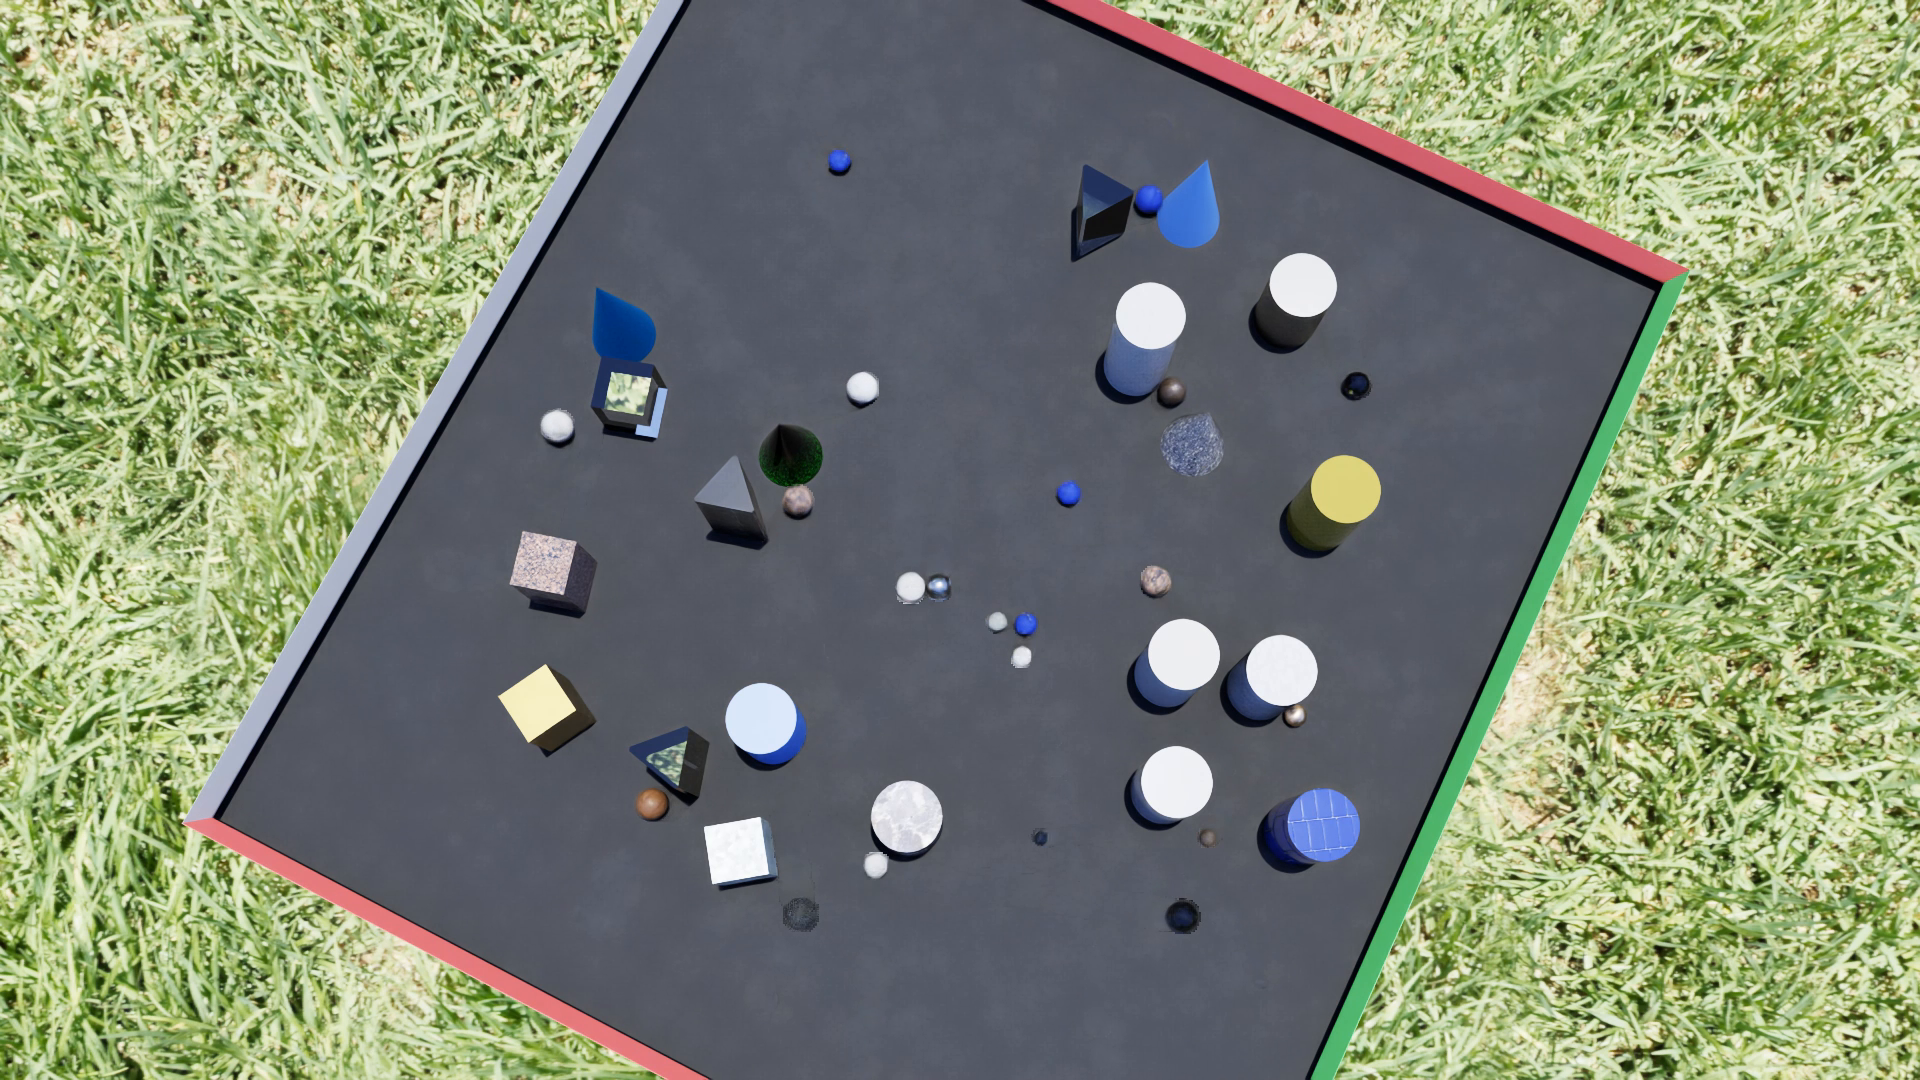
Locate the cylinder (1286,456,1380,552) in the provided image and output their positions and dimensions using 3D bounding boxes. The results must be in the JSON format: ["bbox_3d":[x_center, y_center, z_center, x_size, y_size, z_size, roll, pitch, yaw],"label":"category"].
[{"bbox_3d":[1.102,-0.104,5.430,0.199,0.407,0.199,0,78,0],"label":"cylinder"}]

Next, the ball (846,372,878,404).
[{"bbox_3d":[-0.302,-0.470,5.665,0.097,0.097,0.097,0,78,0],"label":"ball"}]

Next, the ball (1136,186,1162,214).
[{"bbox_3d":[0.598,-1.075,5.795,0.086,0.086,0.086,0,78,0],"label":"ball"}]

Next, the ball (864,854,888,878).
[{"bbox_3d":[-0.247,0.957,5.382,0.071,0.071,0.071,0,78,0],"label":"ball"}]

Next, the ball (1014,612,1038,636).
[{"bbox_3d":[0.200,0.253,5.529,0.069,0.069,0.069,0,78,0],"label":"ball"}]

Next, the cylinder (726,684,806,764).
[{"bbox_3d":[-0.559,0.538,5.325,0.199,0.354,0.199,0,78,0],"label":"cylinder"}]

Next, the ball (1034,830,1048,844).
[{"bbox_3d":[0.239,0.880,5.413,0.042,0.042,0.042,0,78,0],"label":"ball"}]

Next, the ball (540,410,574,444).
[{"bbox_3d":[-1.239,-0.348,5.638,0.099,0.099,0.099,0,78,0],"label":"ball"}]

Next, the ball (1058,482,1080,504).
[{"bbox_3d":[0.334,-0.144,5.610,0.072,0.072,0.072,0,78,0],"label":"ball"}]

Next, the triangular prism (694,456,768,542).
[{"bbox_3d":[-0.656,-0.126,5.427,0.172,0.423,0.149,11,79,2],"label":"triangular prism"}]

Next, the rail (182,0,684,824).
[{"bbox_3d":[-1.446,-0.701,5.695,0.045,0.129,3.533,26,80,5],"label":"rail"}]

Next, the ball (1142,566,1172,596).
[{"bbox_3d":[0.595,0.125,5.545,0.089,0.089,0.089,0,78,0],"label":"ball"}]

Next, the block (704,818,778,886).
[{"bbox_3d":[-0.629,0.901,5.287,0.159,0.280,0.159,-10,78,-2],"label":"block"}]

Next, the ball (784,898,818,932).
[{"bbox_3d":[-0.463,1.091,5.342,0.097,0.097,0.097,0,78,0],"label":"ball"}]

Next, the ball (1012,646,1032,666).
[{"bbox_3d":[0.187,0.351,5.513,0.060,0.060,0.060,0,78,0],"label":"ball"}]

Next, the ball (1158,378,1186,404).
[{"bbox_3d":[0.656,-0.461,5.669,0.084,0.084,0.084,0,78,0],"label":"ball"}]

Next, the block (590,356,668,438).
[{"bbox_3d":[-1.004,-0.433,5.574,0.159,0.259,0.159,10,78,2],"label":"block"}]

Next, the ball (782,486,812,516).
[{"bbox_3d":[-0.496,-0.117,5.595,0.090,0.090,0.090,0,78,0],"label":"ball"}]

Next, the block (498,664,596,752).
[{"bbox_3d":[-1.201,0.495,5.356,0.159,0.310,0.159,-35,80,-7],"label":"block"}]

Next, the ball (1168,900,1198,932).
[{"bbox_3d":[0.650,1.098,5.343,0.090,0.090,0.090,0,78,0],"label":"ball"}]

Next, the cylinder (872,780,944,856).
[{"bbox_3d":[-0.149,0.807,5.291,0.199,0.311,0.199,0,78,0],"label":"cylinder"}]

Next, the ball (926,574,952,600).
[{"bbox_3d":[-0.063,0.140,5.547,0.079,0.079,0.079,0,78,0],"label":"ball"}]

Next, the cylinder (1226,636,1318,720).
[{"bbox_3d":[0.903,0.405,5.334,0.199,0.390,0.199,0,78,0],"label":"cylinder"}]

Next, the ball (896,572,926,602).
[{"bbox_3d":[-0.149,0.143,5.541,0.091,0.091,0.091,0,78,0],"label":"ball"}]

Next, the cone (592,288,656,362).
[{"bbox_3d":[-1.054,-0.687,5.529,0.199,0.451,0.199,0,78,0],"label":"cone"}]

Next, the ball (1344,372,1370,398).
[{"bbox_3d":[1.229,-0.482,5.676,0.081,0.081,0.081,0,78,0],"label":"ball"}]

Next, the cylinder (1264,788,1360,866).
[{"bbox_3d":[1.001,0.824,5.240,0.199,0.403,0.199,0,78,0],"label":"cylinder"}]

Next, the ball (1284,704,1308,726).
[{"bbox_3d":[1.003,0.524,5.474,0.066,0.066,0.066,0,78,0],"label":"ball"}]

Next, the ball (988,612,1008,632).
[{"bbox_3d":[0.113,0.247,5.536,0.059,0.059,0.059,0,78,0],"label":"ball"}]

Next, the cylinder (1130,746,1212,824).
[{"bbox_3d":[0.607,0.712,5.292,0.199,0.347,0.199,0,78,0],"label":"cylinder"}]

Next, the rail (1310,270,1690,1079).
[{"bbox_3d":[1.446,0.715,5.402,0.045,0.129,3.533,26,80,5],"label":"rail"}]

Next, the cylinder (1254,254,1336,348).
[{"bbox_3d":[1.023,-0.728,5.609,0.199,0.309,0.199,0,78,0],"label":"cylinder"}]

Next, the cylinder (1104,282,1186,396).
[{"bbox_3d":[0.548,-0.595,5.494,0.199,0.482,0.199,0,78,0],"label":"cylinder"}]

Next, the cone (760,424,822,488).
[{"bbox_3d":[-0.523,-0.298,5.485,0.199,0.378,0.199,0,78,0],"label":"cone"}]

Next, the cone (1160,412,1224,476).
[{"bbox_3d":[0.720,-0.331,5.490,0.199,0.383,0.199,0,78,0],"label":"cone"}]

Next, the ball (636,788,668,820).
[{"bbox_3d":[-0.908,0.779,5.408,0.093,0.093,0.093,0,78,0],"label":"ball"}]

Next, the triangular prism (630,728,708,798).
[{"bbox_3d":[-0.801,0.617,5.274,0.172,0.421,0.149,39,81,7],"label":"triangular prism"}]

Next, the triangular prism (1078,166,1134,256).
[{"bbox_3d":[0.412,-1.035,5.669,0.172,0.318,0.149,-29,80,-6],"label":"triangular prism"}]

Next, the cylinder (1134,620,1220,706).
[{"bbox_3d":[0.625,0.362,5.324,0.199,0.426,0.199,0,78,0],"label":"cylinder"}]

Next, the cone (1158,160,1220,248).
[{"bbox_3d":[0.726,-1.070,5.604,0.199,0.459,0.199,0,78,0],"label":"cone"}]

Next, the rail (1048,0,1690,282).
[{"bbox_3d":[0.779,-1.519,5.864,3.281,0.129,0.045,26,80,5],"label":"rail"}]

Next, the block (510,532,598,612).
[{"bbox_3d":[-1.201,0.098,5.436,0.159,0.315,0.159,11,79,2],"label":"block"}]

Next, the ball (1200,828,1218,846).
[{"bbox_3d":[0.734,0.878,5.407,0.054,0.054,0.054,0,78,0],"label":"ball"}]

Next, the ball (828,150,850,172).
[{"bbox_3d":[-0.384,-1.207,5.830,0.072,0.072,0.072,0,78,0],"label":"ball"}]

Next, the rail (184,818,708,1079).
[{"bbox_3d":[-0.779,1.533,5.232,3.281,0.129,0.045,26,80,5],"label":"rail"}]
